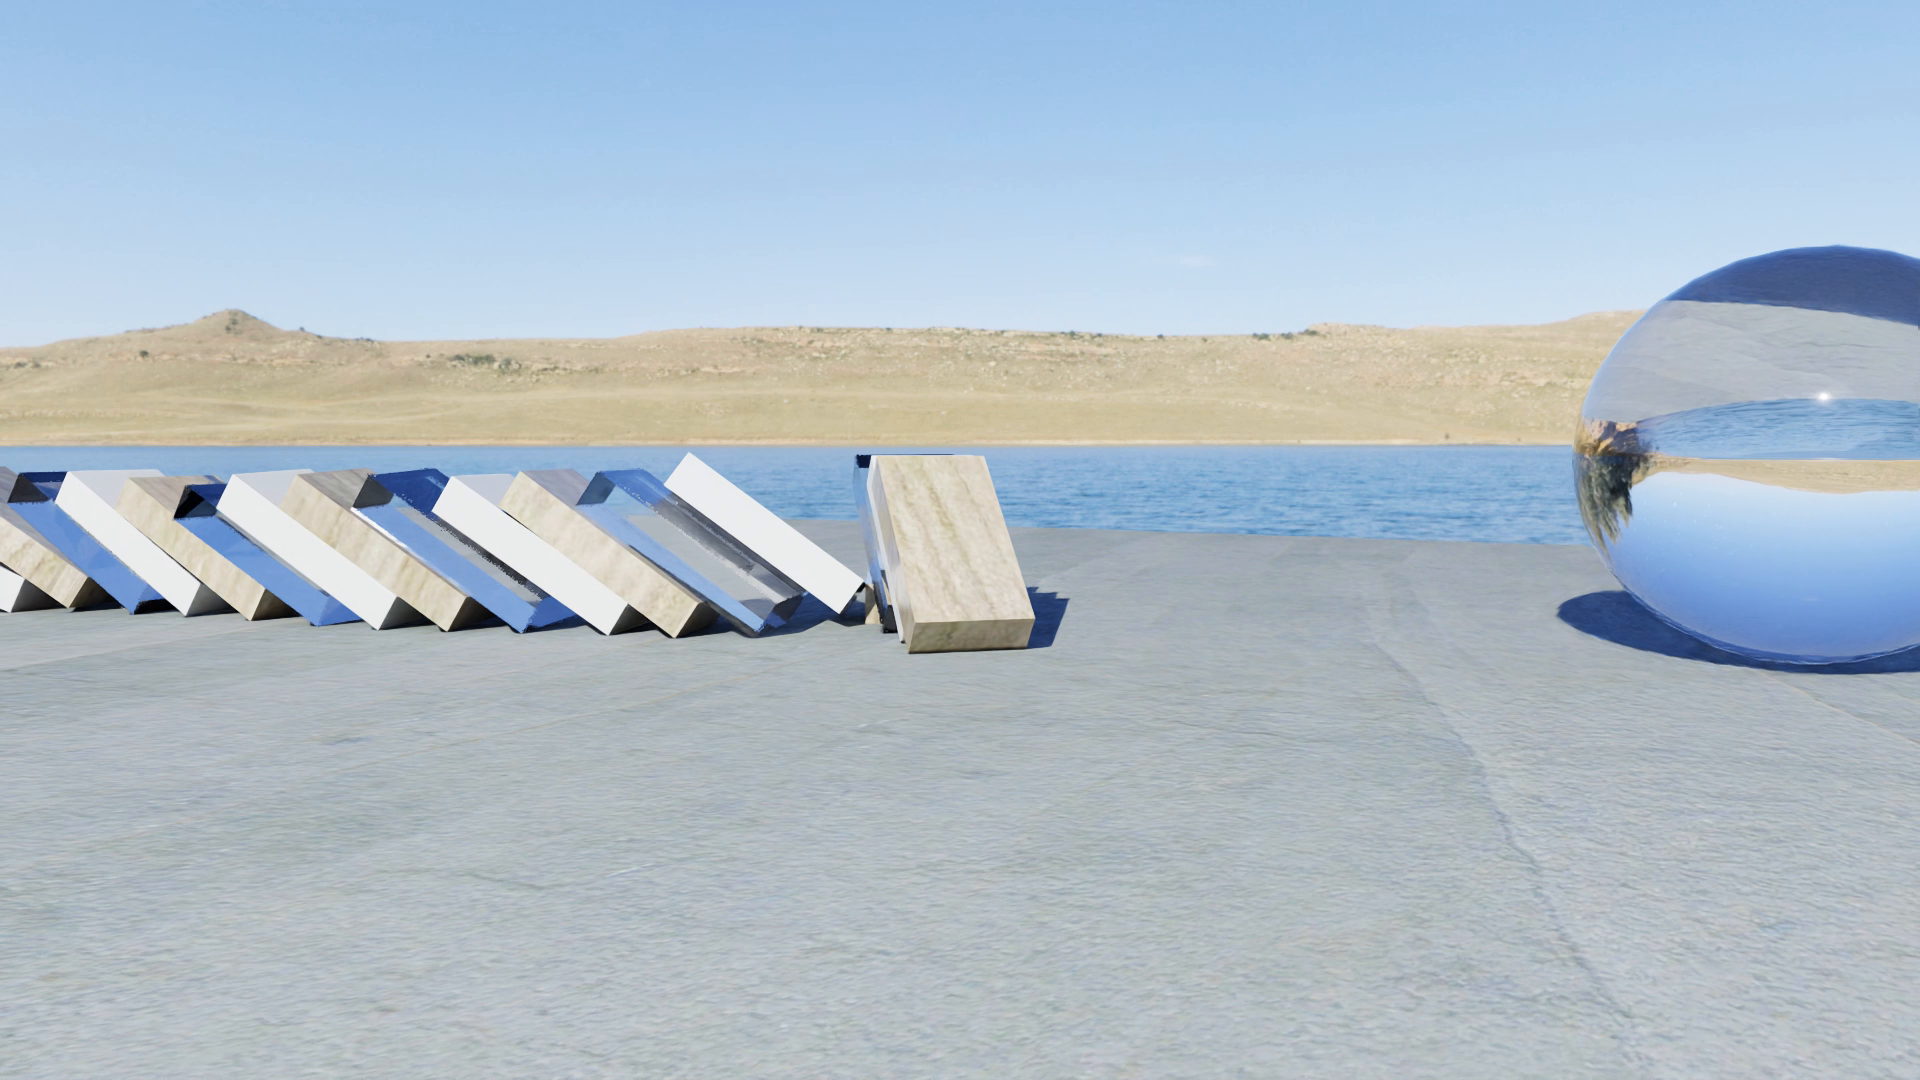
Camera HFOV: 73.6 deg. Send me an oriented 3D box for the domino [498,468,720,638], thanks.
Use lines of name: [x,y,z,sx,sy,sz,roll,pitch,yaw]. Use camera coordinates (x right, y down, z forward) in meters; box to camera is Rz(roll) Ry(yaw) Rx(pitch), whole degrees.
domino: [-0.078,0.002,0.294,0.050,0.009,0.025,36,9,5]

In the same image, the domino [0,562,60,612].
domino: [-0.260,0.002,0.335,0.050,0.009,0.025,26,4,-1]

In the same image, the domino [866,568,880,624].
domino: [-0.011,0.013,0.329,0.025,0.009,0.050,0,4,-3]

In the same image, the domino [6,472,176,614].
domino: [-0.220,0.000,0.336,0.050,0.010,0.025,35,14,13]

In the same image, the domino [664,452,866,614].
domino: [-0.046,-0.001,0.307,0.050,0.009,0.025,36,-5,0]

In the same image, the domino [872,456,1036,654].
domino: [-0.002,0.002,0.277,0.025,0.010,0.050,-1,45,-15]

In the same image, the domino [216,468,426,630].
domino: [-0.148,0.001,0.307,0.050,0.009,0.025,35,13,8]

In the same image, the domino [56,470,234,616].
domino: [-0.204,0.000,0.331,0.050,0.010,0.025,35,14,13]

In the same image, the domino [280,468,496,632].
domino: [-0.131,0.001,0.304,0.050,0.009,0.025,34,13,6]

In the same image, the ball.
ball: [0.162,-0.016,0.247,0.080,0.080,0.080,0,4,0]

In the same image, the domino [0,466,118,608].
domino: [-0.242,-0.001,0.336,0.050,0.010,0.025,34,4,1]

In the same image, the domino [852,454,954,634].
domino: [-0.009,0.000,0.305,0.025,0.010,0.050,-1,45,-15]

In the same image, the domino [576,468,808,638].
domino: [-0.061,0.002,0.295,0.050,0.010,0.025,36,9,5]

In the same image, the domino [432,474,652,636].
domino: [-0.094,0.002,0.299,0.050,0.010,0.025,34,9,6]

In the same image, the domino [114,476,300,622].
domino: [-0.184,0.001,0.325,0.050,0.009,0.025,34,14,13]

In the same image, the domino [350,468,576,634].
domino: [-0.114,0.002,0.302,0.050,0.010,0.025,34,13,6]

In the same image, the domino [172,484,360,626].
domino: [-0.164,0.003,0.316,0.050,0.009,0.025,31,13,14]

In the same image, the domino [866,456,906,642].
domino: [-0.005,0.001,0.292,0.025,0.009,0.050,-1,45,-15]
